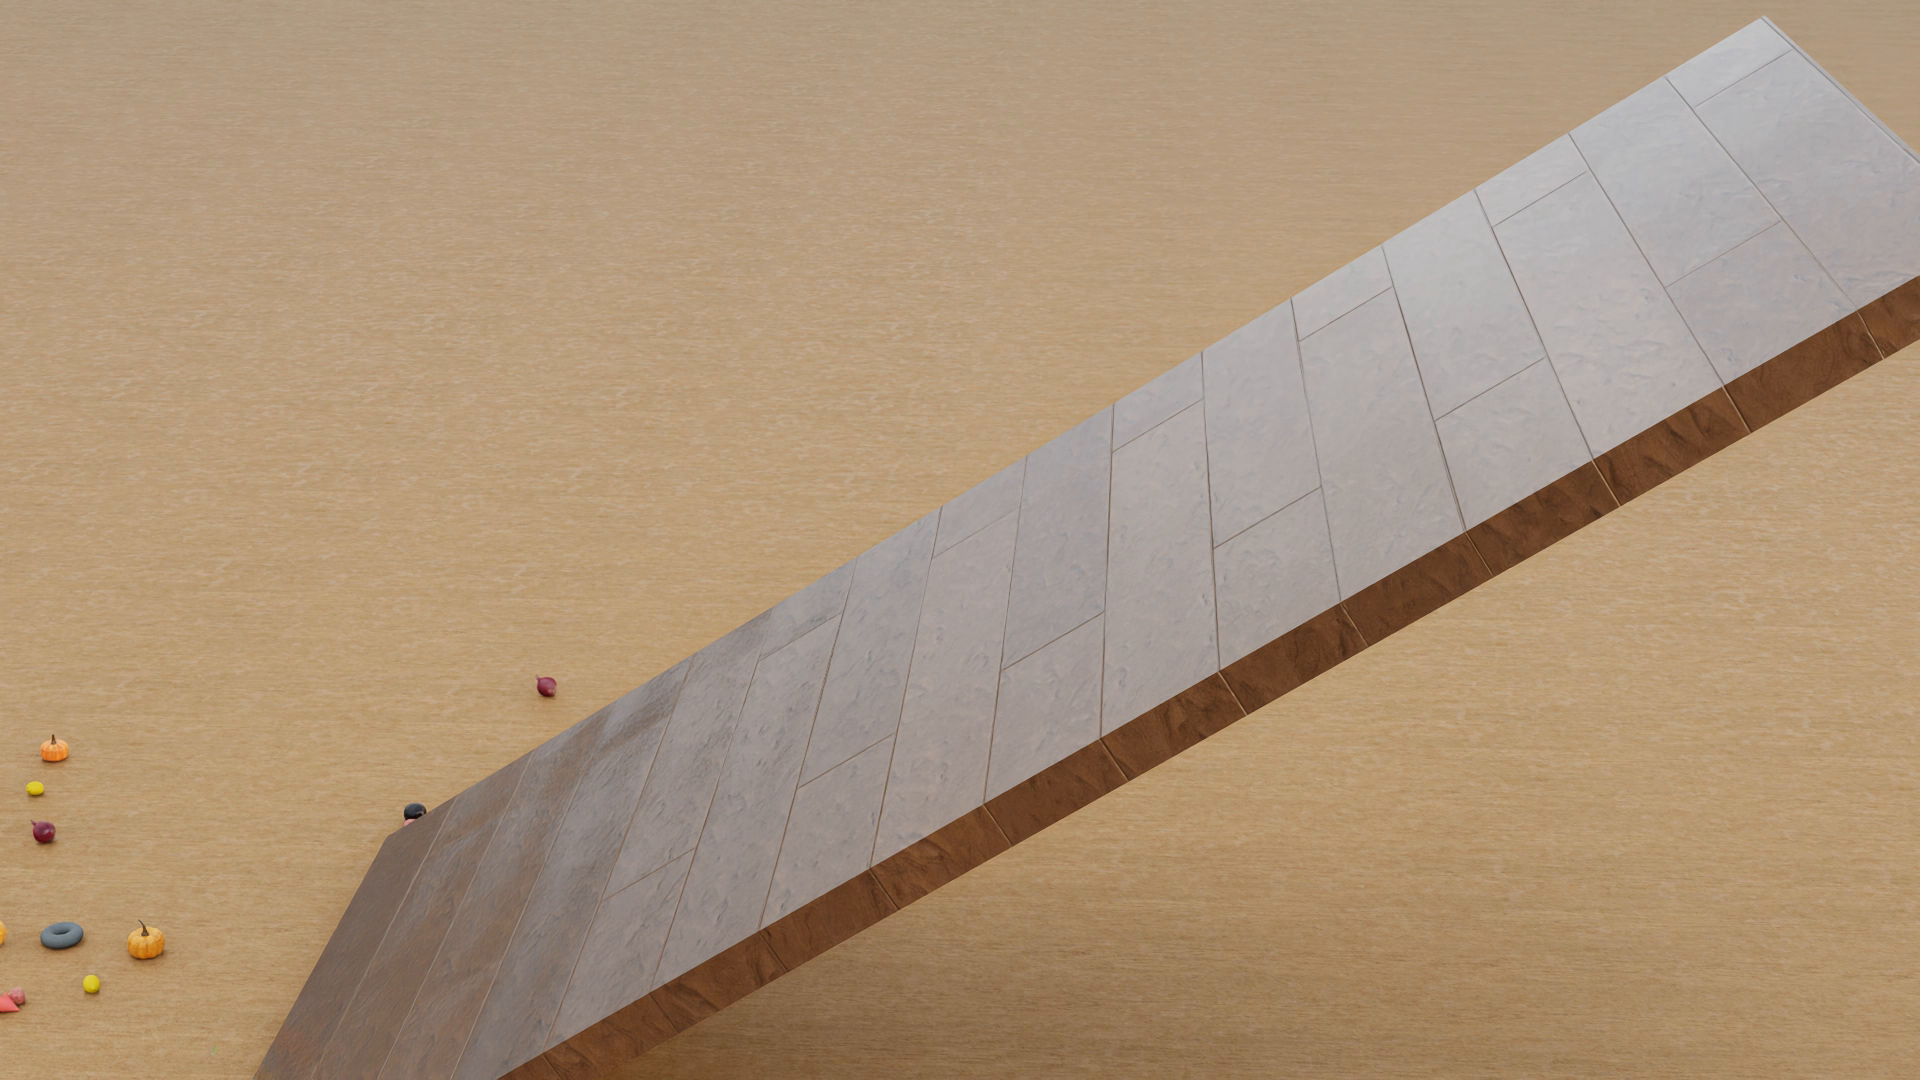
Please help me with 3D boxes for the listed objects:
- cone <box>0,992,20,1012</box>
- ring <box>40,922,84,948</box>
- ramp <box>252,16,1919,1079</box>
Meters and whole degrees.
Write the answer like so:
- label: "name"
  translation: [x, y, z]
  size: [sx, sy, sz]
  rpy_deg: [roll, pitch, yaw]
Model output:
- label: "cone"
  translation: [-2.259, 1.109, 6.994]
  size: [0.052, 0.052, 0.052]
  rpy_deg: [26, 19, -7]
- label: "ring"
  translation: [-2.235, 0.984, 7.320]
  size: [0.104, 0.035, 0.104]
  rpy_deg: [-1, 20, 0]
- label: "ramp"
  translation: [0.140, 0.170, 6.295]
  size: [4.000, 0.100, 2.000]
  rpy_deg: [-31, 15, 14]
